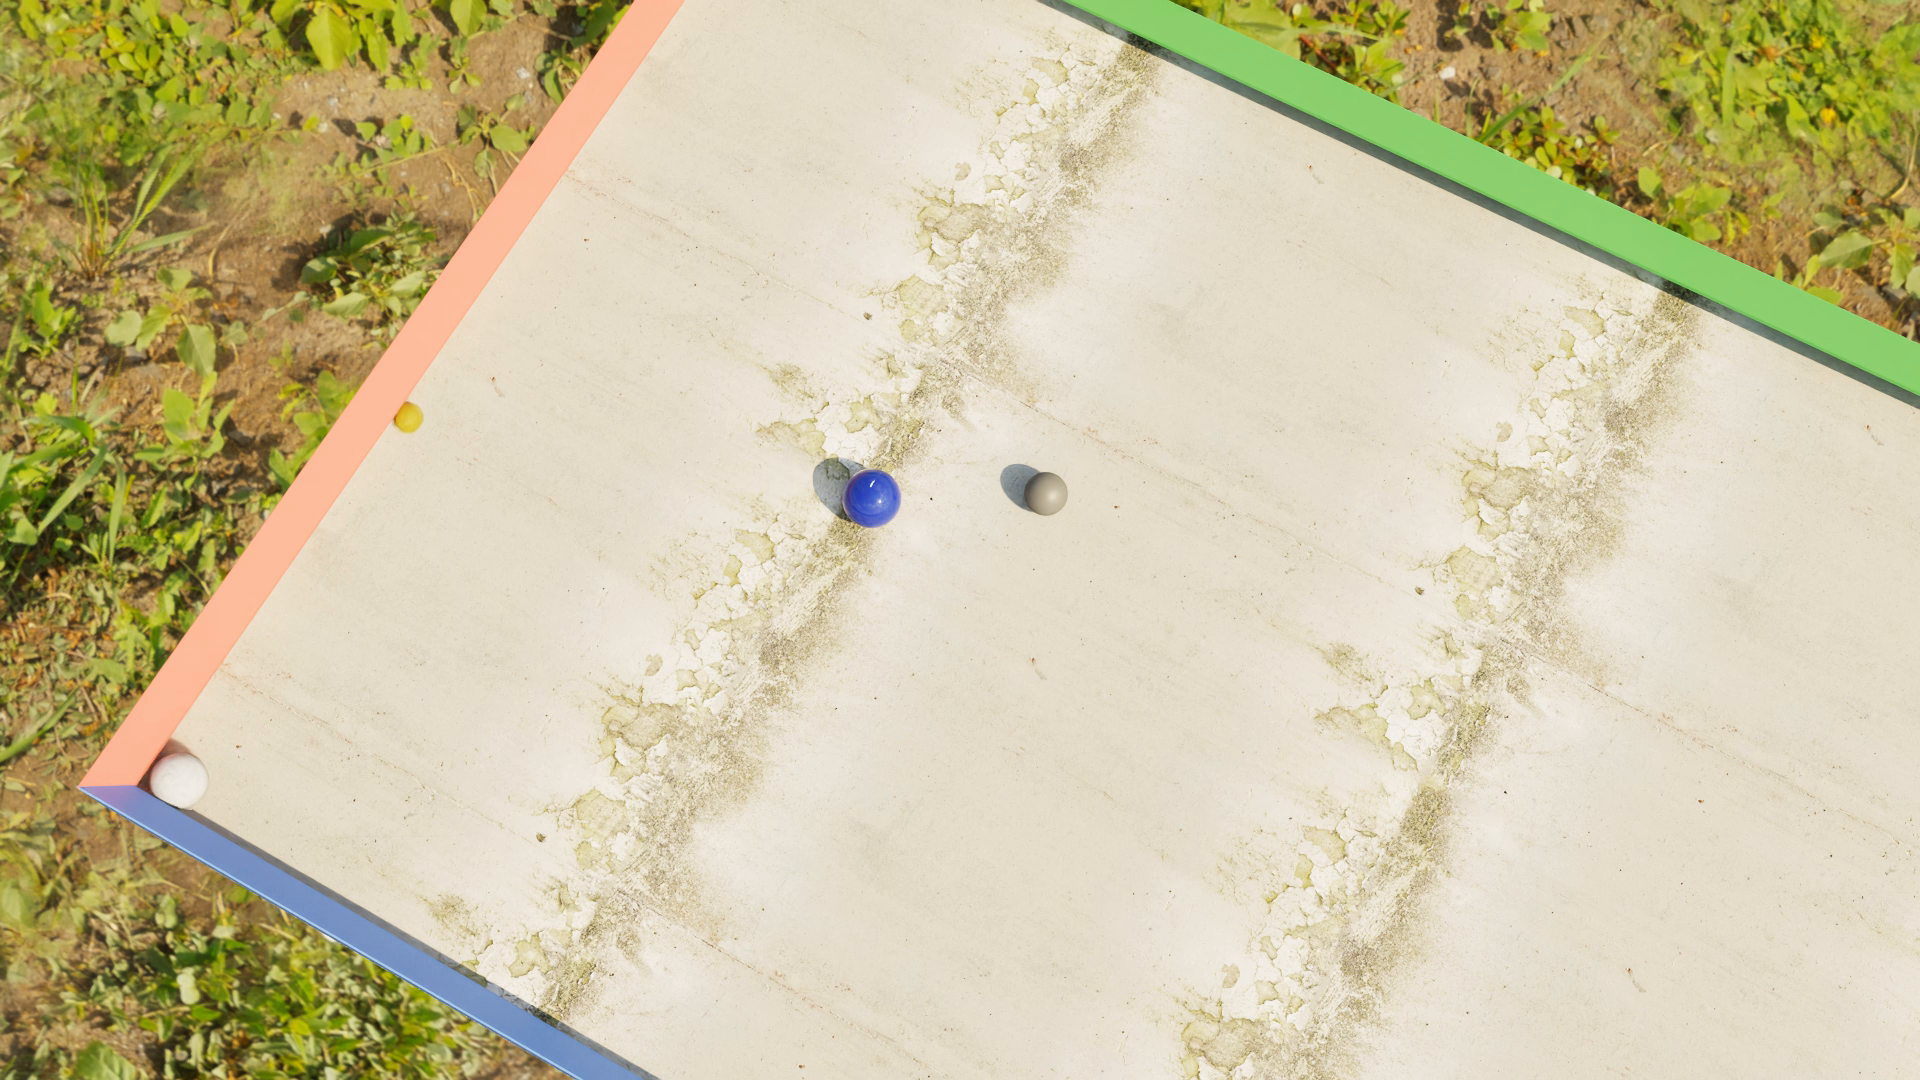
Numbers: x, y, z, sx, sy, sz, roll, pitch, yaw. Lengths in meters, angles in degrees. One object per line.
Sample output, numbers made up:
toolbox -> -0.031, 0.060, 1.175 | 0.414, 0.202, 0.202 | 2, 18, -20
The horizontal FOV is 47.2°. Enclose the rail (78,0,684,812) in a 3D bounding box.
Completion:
rail -> -0.798, -0.419, 3.586 | 0.045, 0.123, 1.987 | 27, 72, 10

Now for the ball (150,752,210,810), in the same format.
ball -> -1.176, 0.362, 3.312 | 0.085, 0.085, 0.085 | 0, 69, 0

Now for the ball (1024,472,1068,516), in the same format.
ball -> 0.136, -0.073, 3.485 | 0.070, 0.070, 0.070 | 0, 69, 0

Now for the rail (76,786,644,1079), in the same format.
rail -> 0.352, 1.206, 2.972 | 3.735, 0.123, 0.045 | 27, 72, 10

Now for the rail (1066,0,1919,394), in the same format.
rail -> 1.285, -0.384, 3.573 | 3.735, 0.123, 0.045 | 27, 72, 10

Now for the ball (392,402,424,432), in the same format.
ball -> -0.889, -0.198, 3.543 | 0.049, 0.049, 0.049 | 0, 69, 0

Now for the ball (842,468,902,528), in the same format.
ball -> -0.139, -0.066, 3.469 | 0.095, 0.095, 0.095 | 0, 69, 0
